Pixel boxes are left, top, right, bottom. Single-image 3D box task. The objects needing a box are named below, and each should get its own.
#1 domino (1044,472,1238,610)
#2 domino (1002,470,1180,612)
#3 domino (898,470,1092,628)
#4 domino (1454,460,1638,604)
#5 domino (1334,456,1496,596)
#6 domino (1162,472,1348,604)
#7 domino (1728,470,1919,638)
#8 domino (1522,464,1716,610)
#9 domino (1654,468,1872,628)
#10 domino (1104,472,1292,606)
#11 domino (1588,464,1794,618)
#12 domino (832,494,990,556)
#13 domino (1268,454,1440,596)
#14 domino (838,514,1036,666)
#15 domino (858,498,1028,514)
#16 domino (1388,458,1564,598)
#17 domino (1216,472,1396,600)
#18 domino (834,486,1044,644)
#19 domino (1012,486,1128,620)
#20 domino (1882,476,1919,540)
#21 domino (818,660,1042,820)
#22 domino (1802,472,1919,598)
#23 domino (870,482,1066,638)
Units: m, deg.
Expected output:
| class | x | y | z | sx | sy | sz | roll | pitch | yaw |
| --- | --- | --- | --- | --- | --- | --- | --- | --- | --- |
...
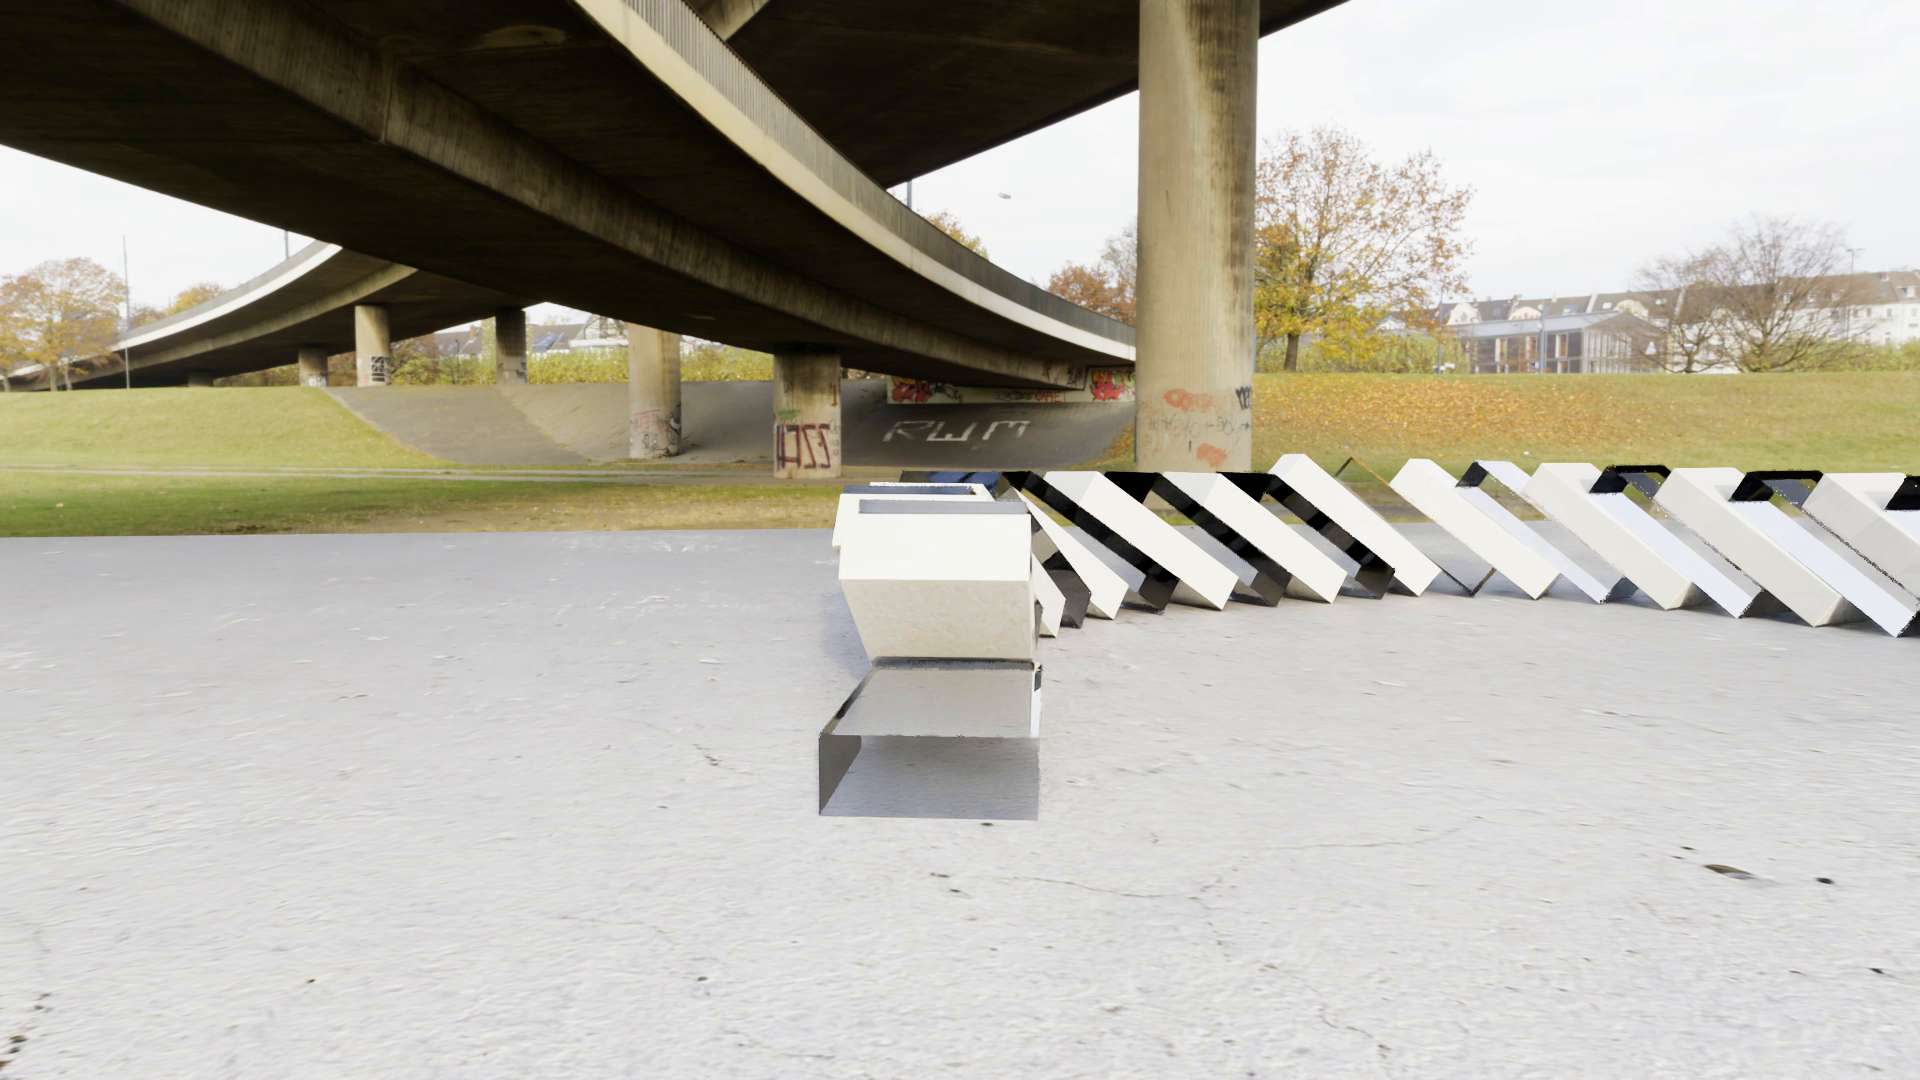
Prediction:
| class | x | y | z | sx | sy | sz | roll | pitch | yaw |
| --- | --- | --- | --- | --- | --- | --- | --- | --- | --- |
| domino | 0.045 | 0.000 | 0.329 | 0.050 | 0.010 | 0.025 | 34 | -12 | -23 |
| domino | 0.028 | 0.000 | 0.321 | 0.050 | 0.010 | 0.025 | 34 | -13 | -23 |
| domino | 0.008 | 0.003 | 0.287 | 0.025 | 0.010 | 0.050 | 3 | -30 | 33 |
| domino | 0.166 | -0.003 | 0.359 | 0.025 | 0.010 | 0.050 | -3 | 41 | -45 |
| domino | 0.131 | -0.005 | 0.371 | 0.050 | 0.010 | 0.025 | 41 | 15 | 14 |
| domino | 0.077 | -0.001 | 0.344 | 0.050 | 0.009 | 0.025 | 34 | -10 | -23 |
| domino | 0.211 | 0.002 | 0.302 | 0.025 | 0.010 | 0.050 | -2 | 39 | -22 |
| domino | 0.180 | -0.002 | 0.347 | 0.025 | 0.010 | 0.050 | -2 | 41 | -35 |
| domino | 0.201 | 0.001 | 0.318 | 0.025 | 0.009 | 0.050 | -2 | 39 | -27 |
| domino | 0.061 | 0.000 | 0.337 | 0.050 | 0.009 | 0.025 | 34 | -11 | -23 |
| domino | 0.192 | -0.001 | 0.333 | 0.025 | 0.010 | 0.050 | -2 | 40 | -30 |
| domino | -0.004 | 0.008 | 0.231 | 0.025 | 0.010 | 0.050 | 1 | -27 | 13 |
| domino | 0.111 | -0.005 | 0.368 | 0.050 | 0.009 | 0.025 | 40 | 4 | -1 |
| domino | -0.002 | 0.012 | 0.192 | 0.025 | 0.010 | 0.050 | 0 | -26 | 4 |
| domino | -0.001 | 0.010 | 0.211 | 0.025 | 0.010 | 0.050 | 1 | -27 | 4 |
| domino | 0.149 | -0.004 | 0.367 | 0.050 | 0.010 | 0.025 | 44 | 24 | 23 |
| domino | 0.093 | -0.001 | 0.353 | 0.050 | 0.009 | 0.025 | 34 | -10 | -23 |
| domino | -0.003 | 0.006 | 0.251 | 0.025 | 0.009 | 0.050 | 1 | -28 | 21 |
| domino | 0.015 | 0.001 | 0.307 | 0.050 | 0.009 | 0.025 | 38 | -20 | -33 |
| domino | 0.225 | 0.005 | 0.269 | 0.025 | 0.010 | 0.050 | -1 | 38 | -15 |
| domino | -0.002 | 0.025 | 0.170 | 0.025 | 0.010 | 0.050 | 0 | 4 | 4 |
| domino | 0.218 | 0.003 | 0.286 | 0.025 | 0.009 | 0.050 | -1 | 38 | -18 |
| domino | 0.002 | 0.005 | 0.269 | 0.025 | 0.010 | 0.050 | 2 | -28 | 27 |
